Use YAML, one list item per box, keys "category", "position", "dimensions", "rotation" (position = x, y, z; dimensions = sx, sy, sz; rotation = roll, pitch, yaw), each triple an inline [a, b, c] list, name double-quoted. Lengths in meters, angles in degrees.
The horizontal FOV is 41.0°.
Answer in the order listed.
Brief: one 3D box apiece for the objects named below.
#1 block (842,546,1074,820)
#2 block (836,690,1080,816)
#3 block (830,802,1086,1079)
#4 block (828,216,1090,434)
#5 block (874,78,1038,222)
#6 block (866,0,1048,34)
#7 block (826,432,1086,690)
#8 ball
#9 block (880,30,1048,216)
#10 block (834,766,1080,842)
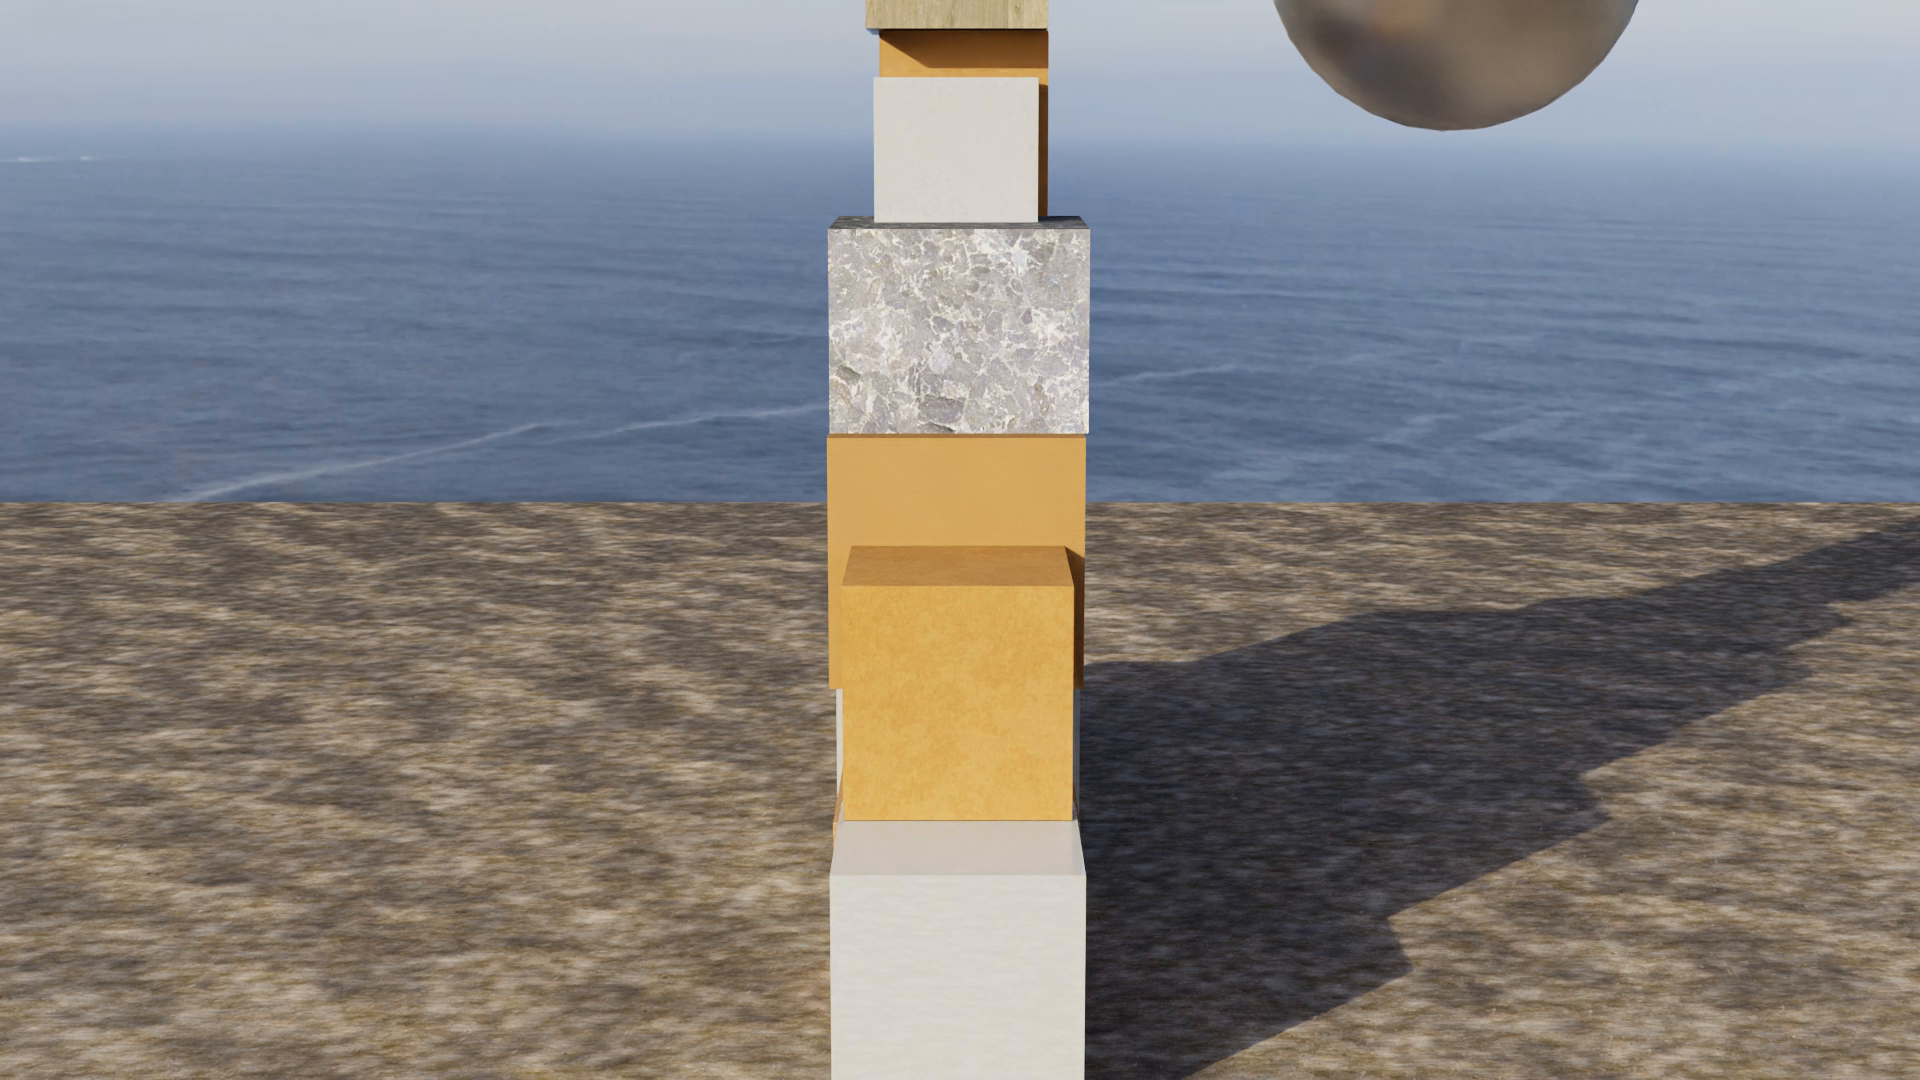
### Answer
- category: "block"
  position: [-0.008, 0.510, 9.493]
  dimensions: [0.816, 0.850, 0.839]
  rotation: [0, 10, 0]
- category: "block"
  position: [-0.007, 1.018, 10.741]
  dimensions: [0.967, 1.154, 0.974]
  rotation: [0, 10, 0]
- category: "block"
  position: [-0.007, 1.469, 9.037]
  dimensions: [0.852, 0.877, 0.873]
  rotation: [0, 10, 0]
- category: "block"
  position: [-0.004, -0.879, 10.277]
  dimensions: [0.997, 0.783, 0.929]
  rotation: [0, 10, 0]
- category: "block"
  position: [-0.015, -1.597, 10.449]
  dimensions: [0.649, 0.567, 0.610]
  rotation: [0, 10, 0]
- category: "block"
  position: [-0.013, -2.571, 10.767]
  dimensions: [0.745, 0.858, 0.797]
  rotation: [0, 9, 0]
- category: "block"
  position: [-0.014, 0.012, 10.309]
  dimensions: [0.985, 0.981, 0.935]
  rotation: [0, 10, 0]
- category: "ball"
  position: [2.074, -2.518, 10.723]
  dimensions: [1.600, 1.600, 1.600]
  rotation: [0, 10, 0]
- category: "block"
  position: [0.016, -1.811, 11.206]
  dimensions: [0.708, 0.783, 0.857]
  rotation: [0, 9, 0]
- category: "block"
  position: [-0.012, 1.356, 9.884]
  dimensions: [0.906, 0.796, 0.815]
  rotation: [0, 10, 0]
